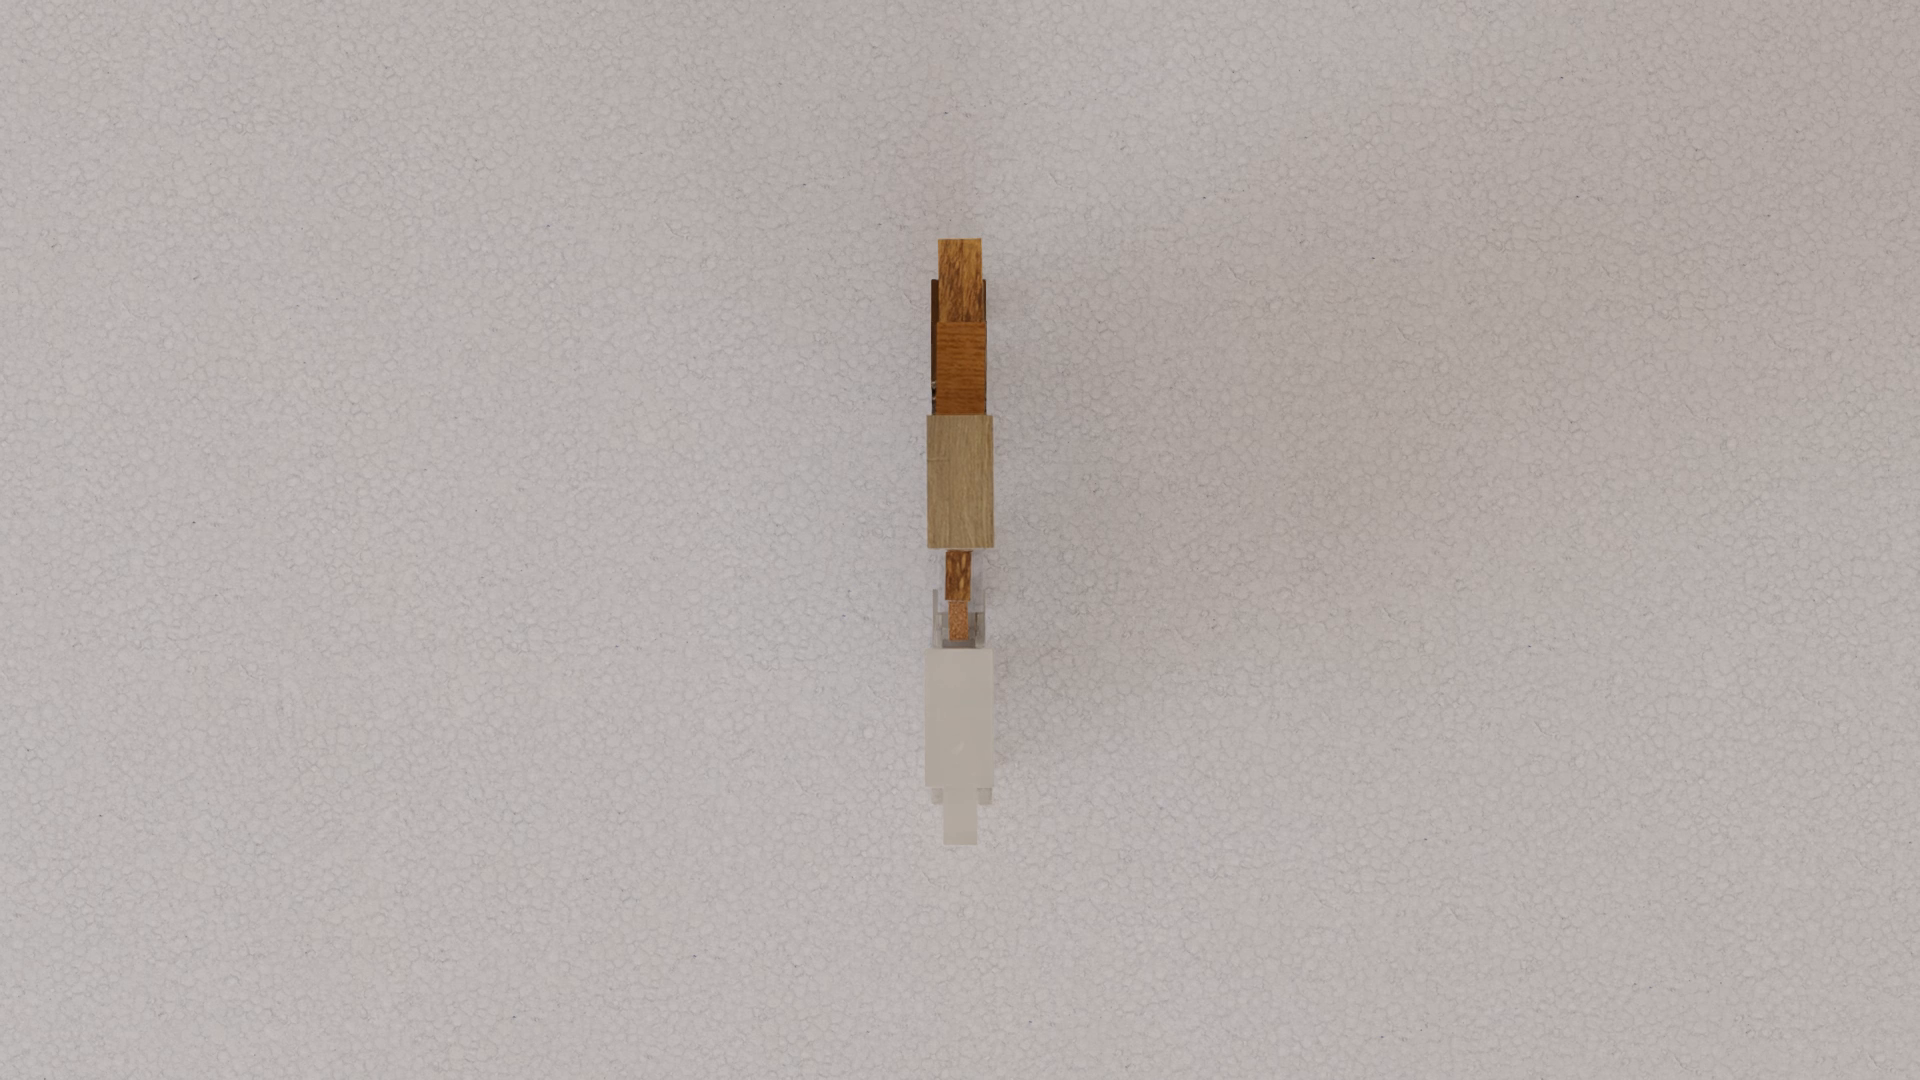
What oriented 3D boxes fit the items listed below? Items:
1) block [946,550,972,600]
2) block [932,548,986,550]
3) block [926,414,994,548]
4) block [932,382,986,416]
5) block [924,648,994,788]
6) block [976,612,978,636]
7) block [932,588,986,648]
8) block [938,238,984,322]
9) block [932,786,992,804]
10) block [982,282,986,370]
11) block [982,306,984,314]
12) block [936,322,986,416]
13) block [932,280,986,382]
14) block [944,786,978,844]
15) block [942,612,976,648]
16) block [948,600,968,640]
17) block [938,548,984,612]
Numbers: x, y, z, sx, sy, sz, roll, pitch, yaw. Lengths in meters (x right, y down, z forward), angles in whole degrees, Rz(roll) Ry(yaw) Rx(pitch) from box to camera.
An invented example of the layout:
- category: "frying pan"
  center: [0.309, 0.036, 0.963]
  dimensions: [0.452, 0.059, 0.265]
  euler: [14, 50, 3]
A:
- category: "block"
  center: [-0.005, 0.096, 4.448]
  dimensions: [0.068, 0.019, 0.135]
  euler: [1, 90, 1]
- category: "block"
  center: [-0.004, -0.133, 5.149]
  dimensions: [0.164, 0.046, 0.328]
  euler: [0, 90, 0]
- category: "block"
  center: [0.001, -0.145, 4.107]
  dimensions: [0.165, 0.047, 0.330]
  euler: [0, 90, 0]
- category: "block"
  center: [-0.003, -0.302, 4.790]
  dimensions: [0.157, 0.044, 0.314]
  euler: [0, 90, 0]
- category: "block"
  center: [-0.002, 0.450, 4.191]
  dimensions: [0.174, 0.049, 0.348]
  euler: [0, 90, 0]
- category: "block"
  center: [-0.001, 0.182, 4.905]
  dimensions: [0.104, 0.029, 0.207]
  euler: [0, 90, 0]
- category: "block"
  center: [-0.003, 0.316, 5.150]
  dimensions: [0.163, 0.046, 0.327]
  euler: [0, 90, 0]
- category: "block"
  center: [0.002, -0.688, 4.428]
  dimensions: [0.117, 0.033, 0.234]
  euler: [-1, 90, 0]
- category: "block"
  center: [0.005, 0.565, 4.588]
  dimensions: [0.167, 0.047, 0.335]
  euler: [0, 90, 0]
- category: "block"
  center: [0.007, -0.608, 4.697]
  dimensions: [0.124, 0.035, 0.248]
  euler: [-2, 90, 0]
- category: "block"
  center: [0.005, -0.610, 4.562]
  dimensions: [0.117, 0.234, 0.033]
  euler: [-2, 90, 0]
- category: "block"
  center: [0.002, -0.442, 4.328]
  dimensions: [0.126, 0.036, 0.253]
  euler: [1, 90, 0]
- category: "block"
  center: [-0.005, -0.638, 5.136]
  dimensions: [0.170, 0.048, 0.340]
  euler: [0, 90, 0]
- category: "block"
  center: [0.001, 0.717, 4.374]
  dimensions: [0.089, 0.025, 0.177]
  euler: [0, 90, 0]
- category: "block"
  center: [-0.004, 0.299, 4.688]
  dimensions: [0.094, 0.027, 0.189]
  euler: [0, 90, 0]
- category: "block"
  center: [-0.004, 0.219, 4.481]
  dimensions: [0.053, 0.015, 0.105]
  euler: [-2, 90, 0]
- category: "block"
  center: [0.002, 0.074, 4.611]
  dimensions: [0.126, 0.036, 0.253]
  euler: [0, 90, 0]
